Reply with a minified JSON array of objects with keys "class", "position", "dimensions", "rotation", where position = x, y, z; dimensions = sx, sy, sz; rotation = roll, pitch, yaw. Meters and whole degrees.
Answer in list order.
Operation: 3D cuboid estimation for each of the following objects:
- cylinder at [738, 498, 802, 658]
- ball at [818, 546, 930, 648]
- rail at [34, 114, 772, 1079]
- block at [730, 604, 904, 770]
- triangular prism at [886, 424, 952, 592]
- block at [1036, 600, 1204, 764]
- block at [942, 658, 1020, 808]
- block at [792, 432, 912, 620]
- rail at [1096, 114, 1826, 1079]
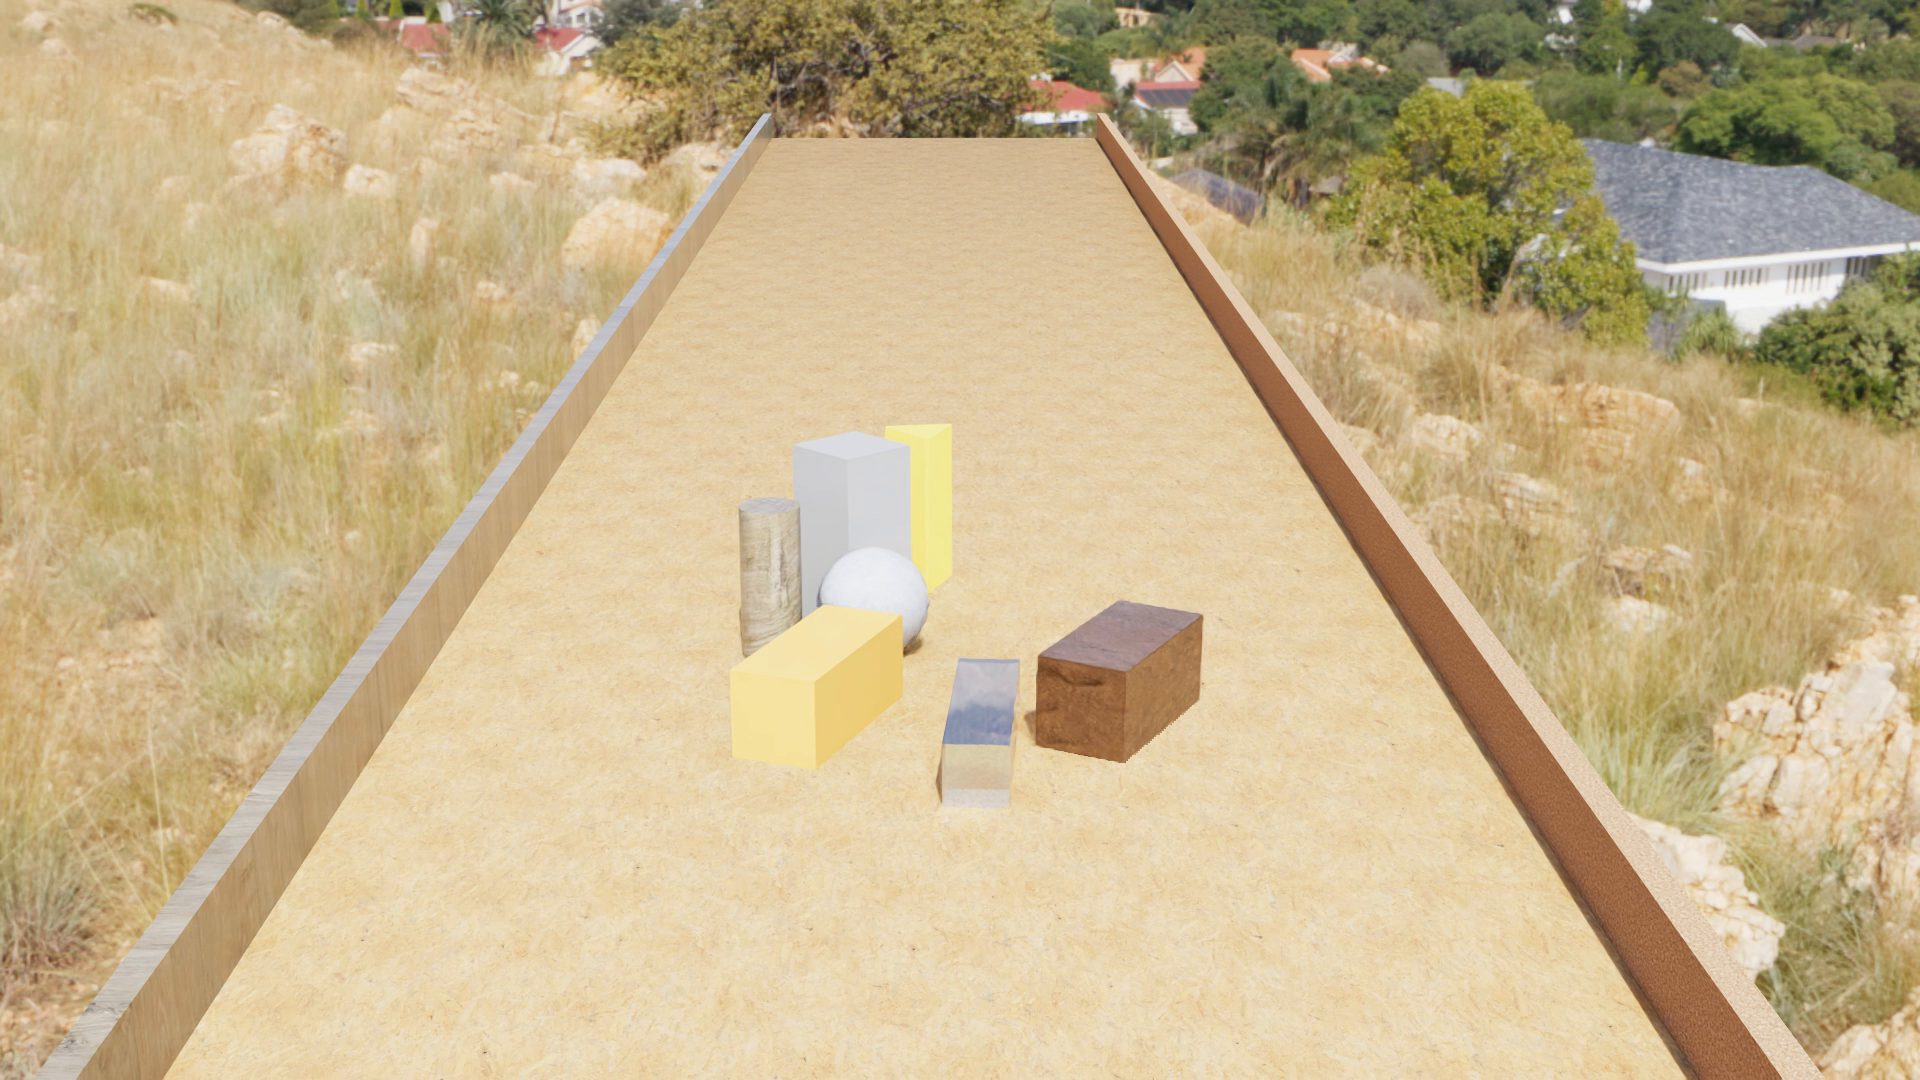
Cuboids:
[{"class":"cylinder","position":[-0.379,0.081,4.411],"dimensions":[0.123,0.311,0.123],"rotation":[0,17,0]},{"class":"ball","position":[-0.174,0.124,4.419],"dimensions":[0.224,0.224,0.224],"rotation":[0,17,0]},{"class":"rail","position":[-1.118,-0.838,7.780],"dimensions":[0.050,0.150,12.000],"rotation":[0,17,-1]},{"class":"block","position":[-0.258,0.264,4.050],"dimensions":[0.164,0.164,0.397],"rotation":[6,18,20]},{"class":"triangular prism","position":[-0.069,-0.078,4.876],"dimensions":[0.126,0.349,0.145],"rotation":[-13,21,-38]},{"class":"block","position":[0.297,0.255,4.061],"dimensions":[0.173,0.173,0.360],"rotation":[9,19,26]},{"class":"block","position":[0.040,0.336,3.897],"dimensions":[0.114,0.114,0.428],"rotation":[1,17,4]},{"class":"block","position":[-0.225,-0.015,4.612],"dimensions":[0.173,0.380,0.173],"rotation":[-15,22,-41]},{"class":"rail","position":[0.932,-0.844,7.801],"dimensions":[0.050,0.150,12.000],"rotation":[0,17,-1]}]
